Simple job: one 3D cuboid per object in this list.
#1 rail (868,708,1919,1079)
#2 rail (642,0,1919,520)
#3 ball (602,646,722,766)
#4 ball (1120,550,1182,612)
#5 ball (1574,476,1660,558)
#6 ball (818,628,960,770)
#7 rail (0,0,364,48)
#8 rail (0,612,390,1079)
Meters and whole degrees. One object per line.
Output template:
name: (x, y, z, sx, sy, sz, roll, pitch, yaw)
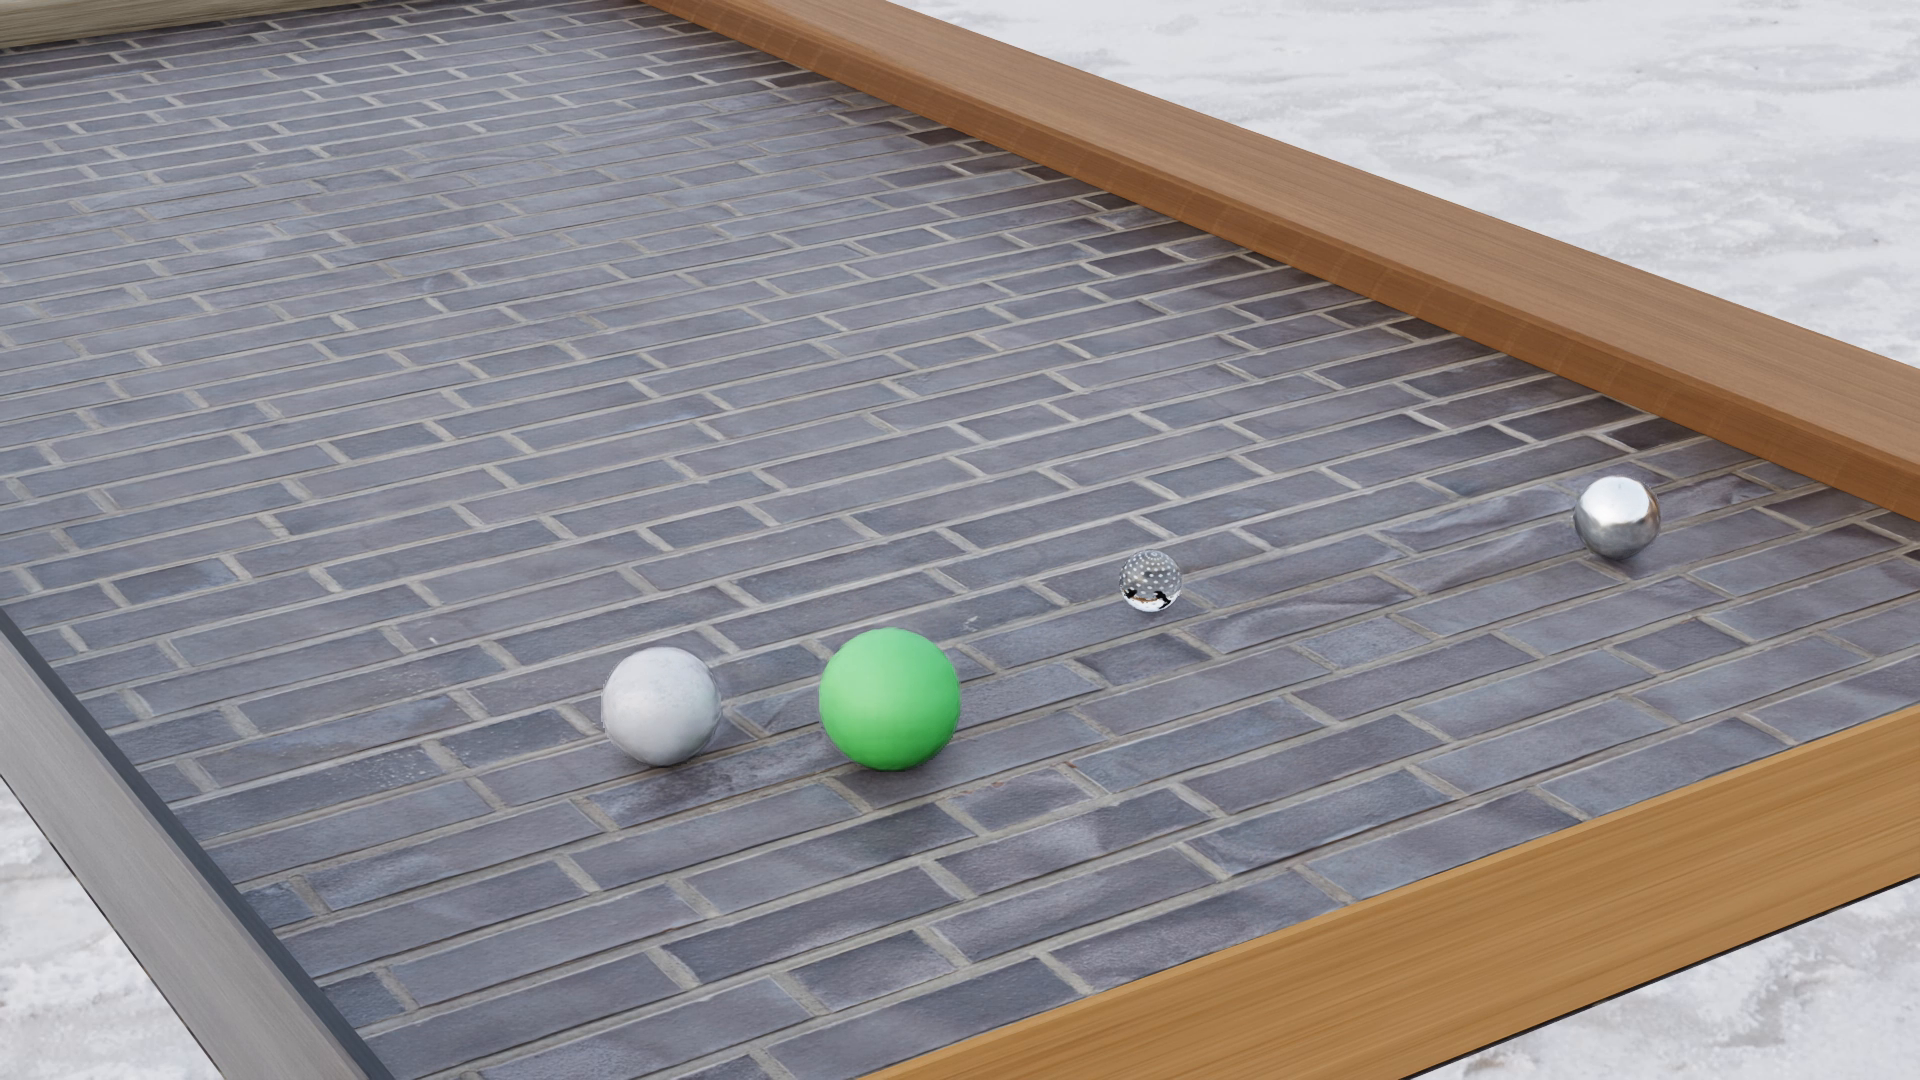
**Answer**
rail: (0.387, 0.207, 1.764, 1.480, 0.128, 0.045, -14, 27, -30)
rail: (0.203, -0.421, 3.246, 0.045, 0.128, 2.953, -14, 27, -30)
ball: (-0.207, 0.115, 2.042, 0.083, 0.083, 0.083, 0, 23, 0)
ball: (0.148, 0.031, 2.282, 0.049, 0.049, 0.049, 0, 23, 0)
ball: (0.530, -0.019, 2.376, 0.068, 0.068, 0.068, 0, 23, 0)
ball: (-0.049, 0.110, 2.033, 0.098, 0.098, 0.098, 0, 23, 0)
rail: (-1.187, -0.747, 4.014, 1.480, 0.128, 0.045, -14, 27, -30)
rail: (-1.002, -0.118, 2.532, 0.045, 0.128, 2.953, -14, 27, -30)
